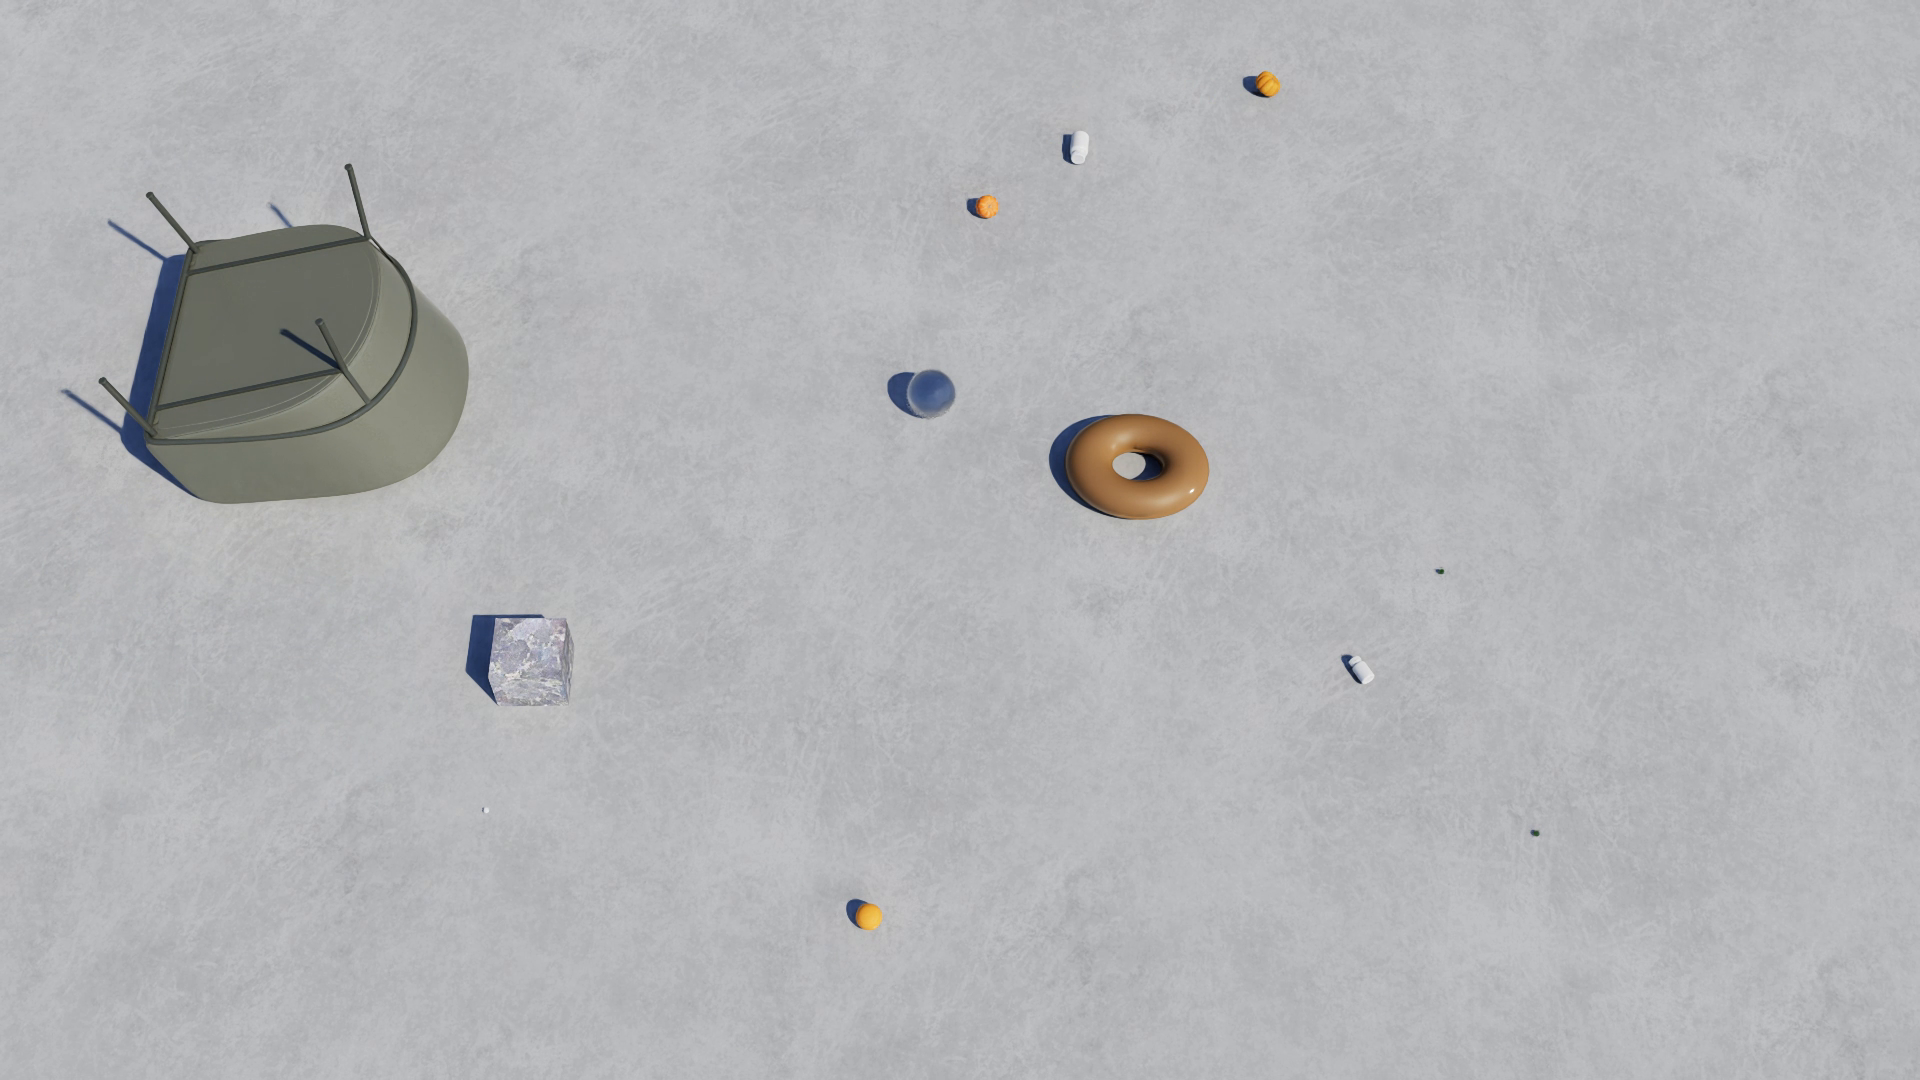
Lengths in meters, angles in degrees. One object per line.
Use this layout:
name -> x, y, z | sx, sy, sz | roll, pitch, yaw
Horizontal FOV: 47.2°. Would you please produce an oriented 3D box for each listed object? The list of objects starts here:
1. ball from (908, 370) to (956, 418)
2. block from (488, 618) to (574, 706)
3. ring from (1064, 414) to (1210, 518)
ball -> -0.088, -0.452, 6.787 | 0.150, 0.150, 0.150 | 0, 56, 0
block -> -1.214, 0.347, 6.243 | 0.200, 0.162, 0.193 | 0, 56, 0
ring -> 0.535, -0.224, 6.663 | 0.441, 0.105, 0.373 | 5, 57, 3
